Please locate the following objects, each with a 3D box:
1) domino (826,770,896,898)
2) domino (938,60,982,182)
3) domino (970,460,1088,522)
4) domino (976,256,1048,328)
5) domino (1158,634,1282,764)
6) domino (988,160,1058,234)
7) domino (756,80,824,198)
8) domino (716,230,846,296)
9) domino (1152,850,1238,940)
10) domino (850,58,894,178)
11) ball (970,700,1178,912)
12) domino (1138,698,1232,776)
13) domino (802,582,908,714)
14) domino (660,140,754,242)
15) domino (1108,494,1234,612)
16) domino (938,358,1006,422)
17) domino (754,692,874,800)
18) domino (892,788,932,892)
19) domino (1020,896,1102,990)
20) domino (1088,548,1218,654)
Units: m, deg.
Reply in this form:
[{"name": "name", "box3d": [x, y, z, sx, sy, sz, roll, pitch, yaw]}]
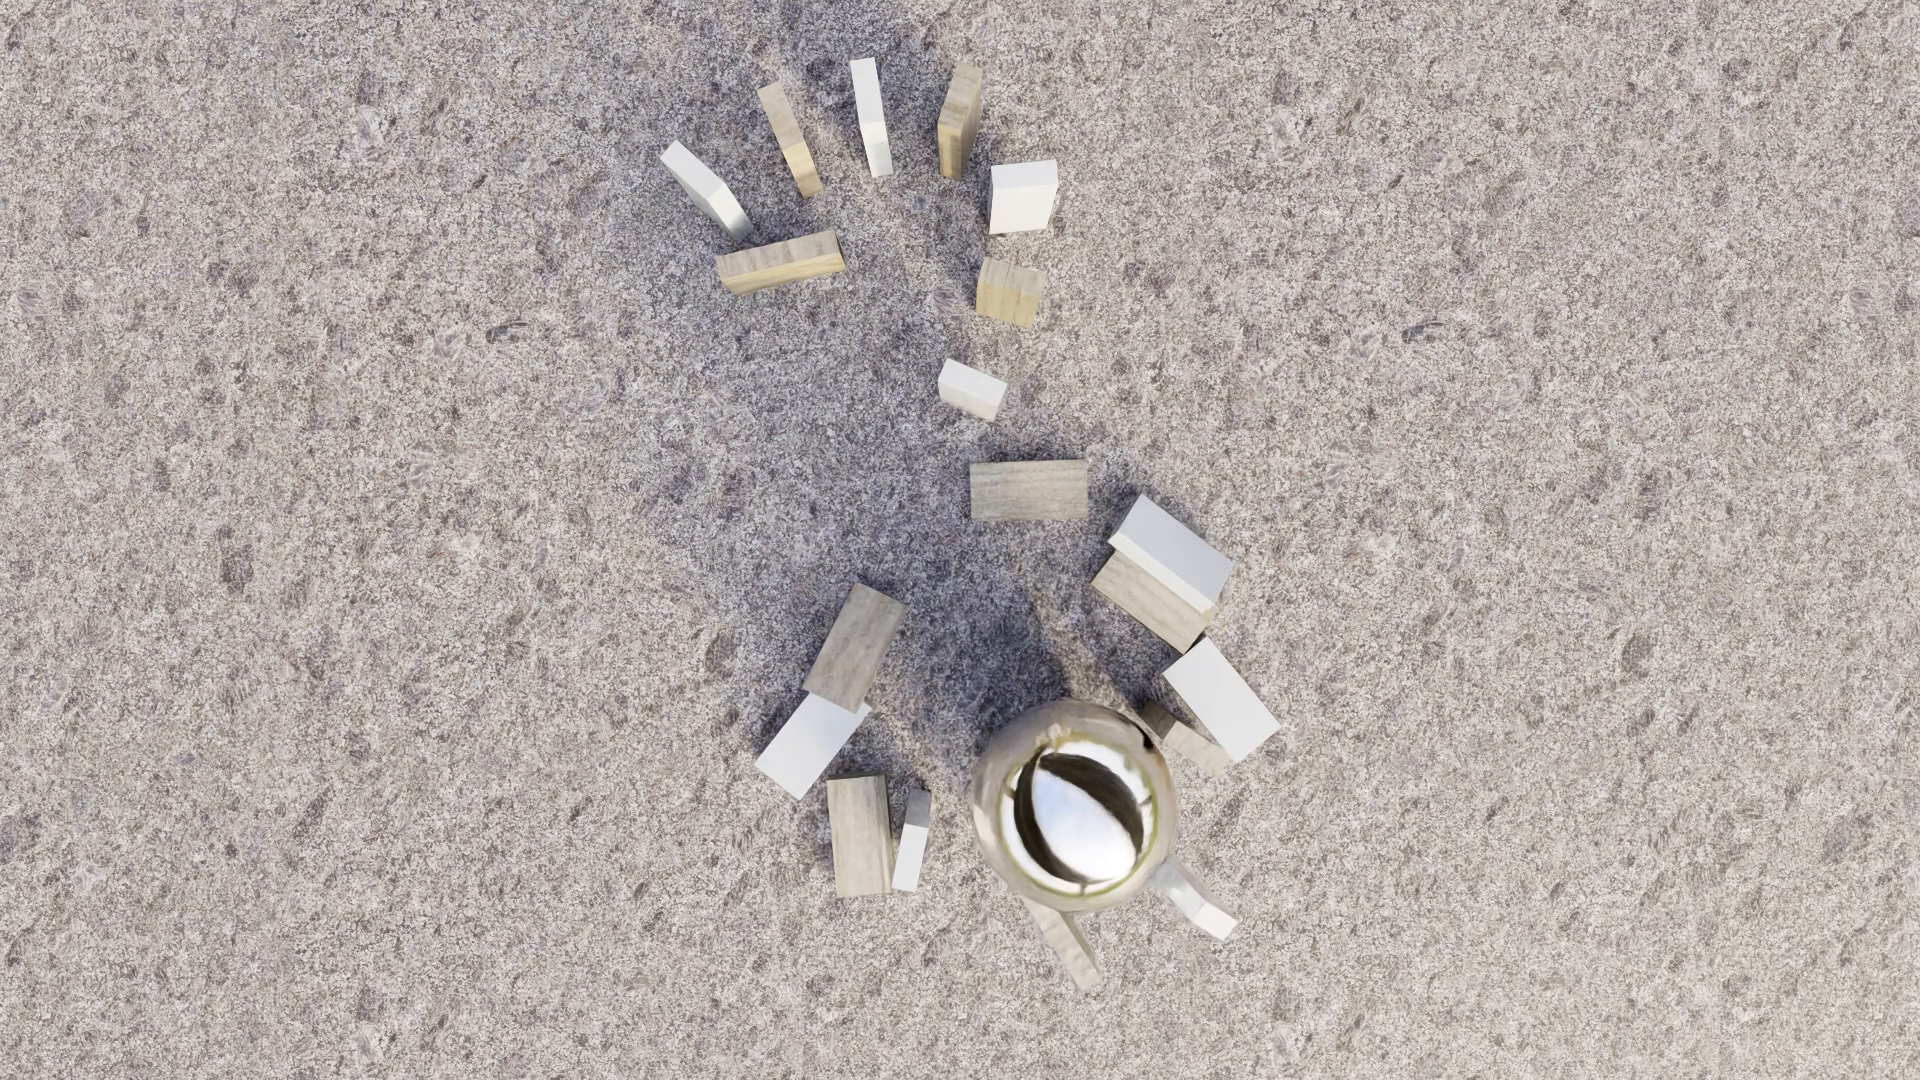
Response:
[{"name": "domino", "box3d": [-0.042, 0.126, 0.395, 0.025, 0.010, 0.050, -6, 90, 0]}, {"name": "domino", "box3d": [0.000, -0.170, 0.375, 0.010, 0.050, 0.025, 19, 90, 0]}, {"name": "domino", "box3d": [0.029, -0.021, 0.395, 0.050, 0.009, 0.025, -2, 90, 0]}, {"name": "domino", "box3d": [0.020, -0.100, 0.375, 0.025, 0.050, 0.010, 16, 90, 0]}, {"name": "domino", "box3d": [0.112, 0.068, 0.395, 0.025, 0.010, 0.050, -40, 90, 0]}, {"name": "domino", "box3d": [0.025, -0.140, 0.375, 0.025, 0.050, 0.010, -6, 90, 0]}, {"name": "domino", "box3d": [-0.069, -0.162, 0.375, 0.009, 0.050, 0.025, -23, 90, 0]}, {"name": "domino", "box3d": [-0.075, -0.117, 0.388, 0.050, 0.025, 0.010, -13, 90, 0]}, {"name": "domino", "box3d": [0.087, 0.138, 0.372, 0.025, 0.050, 0.010, 39, 90, -34]}, {"name": "domino", "box3d": [-0.036, -0.171, 0.375, 0.010, 0.050, 0.025, -9, 90, 0]}, {"name": "ball", "box3d": [0.044, 0.103, 0.360, 0.080, 0.080, 0.080, 0, 90, 0]}, {"name": "domino", "box3d": [0.091, 0.080, 0.375, 0.025, 0.050, 0.009, 34, 90, 0]}, {"name": "domino", "box3d": [-0.044, 0.046, 0.389, 0.025, 0.009, 0.050, 26, 76, 0]}, {"name": "domino", "box3d": [-0.102, -0.141, 0.375, 0.025, 0.050, 0.009, 42, 90, 0]}, {"name": "domino", "box3d": [0.090, 0.005, 0.389, 0.050, 0.009, 0.025, 37, 55, 0]}, {"name": "domino", "box3d": [0.005, -0.060, 0.375, 0.025, 0.050, 0.010, 23, 90, 0]}, {"name": "domino", "box3d": [-0.063, 0.084, 0.395, 0.025, 0.009, 0.050, 38, 90, 0]}, {"name": "domino", "box3d": [-0.019, 0.121, 0.375, 0.009, 0.050, 0.025, 12, 90, 0]}, {"name": "domino", "box3d": [0.040, 0.161, 0.388, 0.009, 0.025, 0.050, -33, 90, 0]}, {"name": "domino", "box3d": [0.083, 0.024, 0.395, 0.050, 0.010, 0.025, 37, 90, 0]}]
